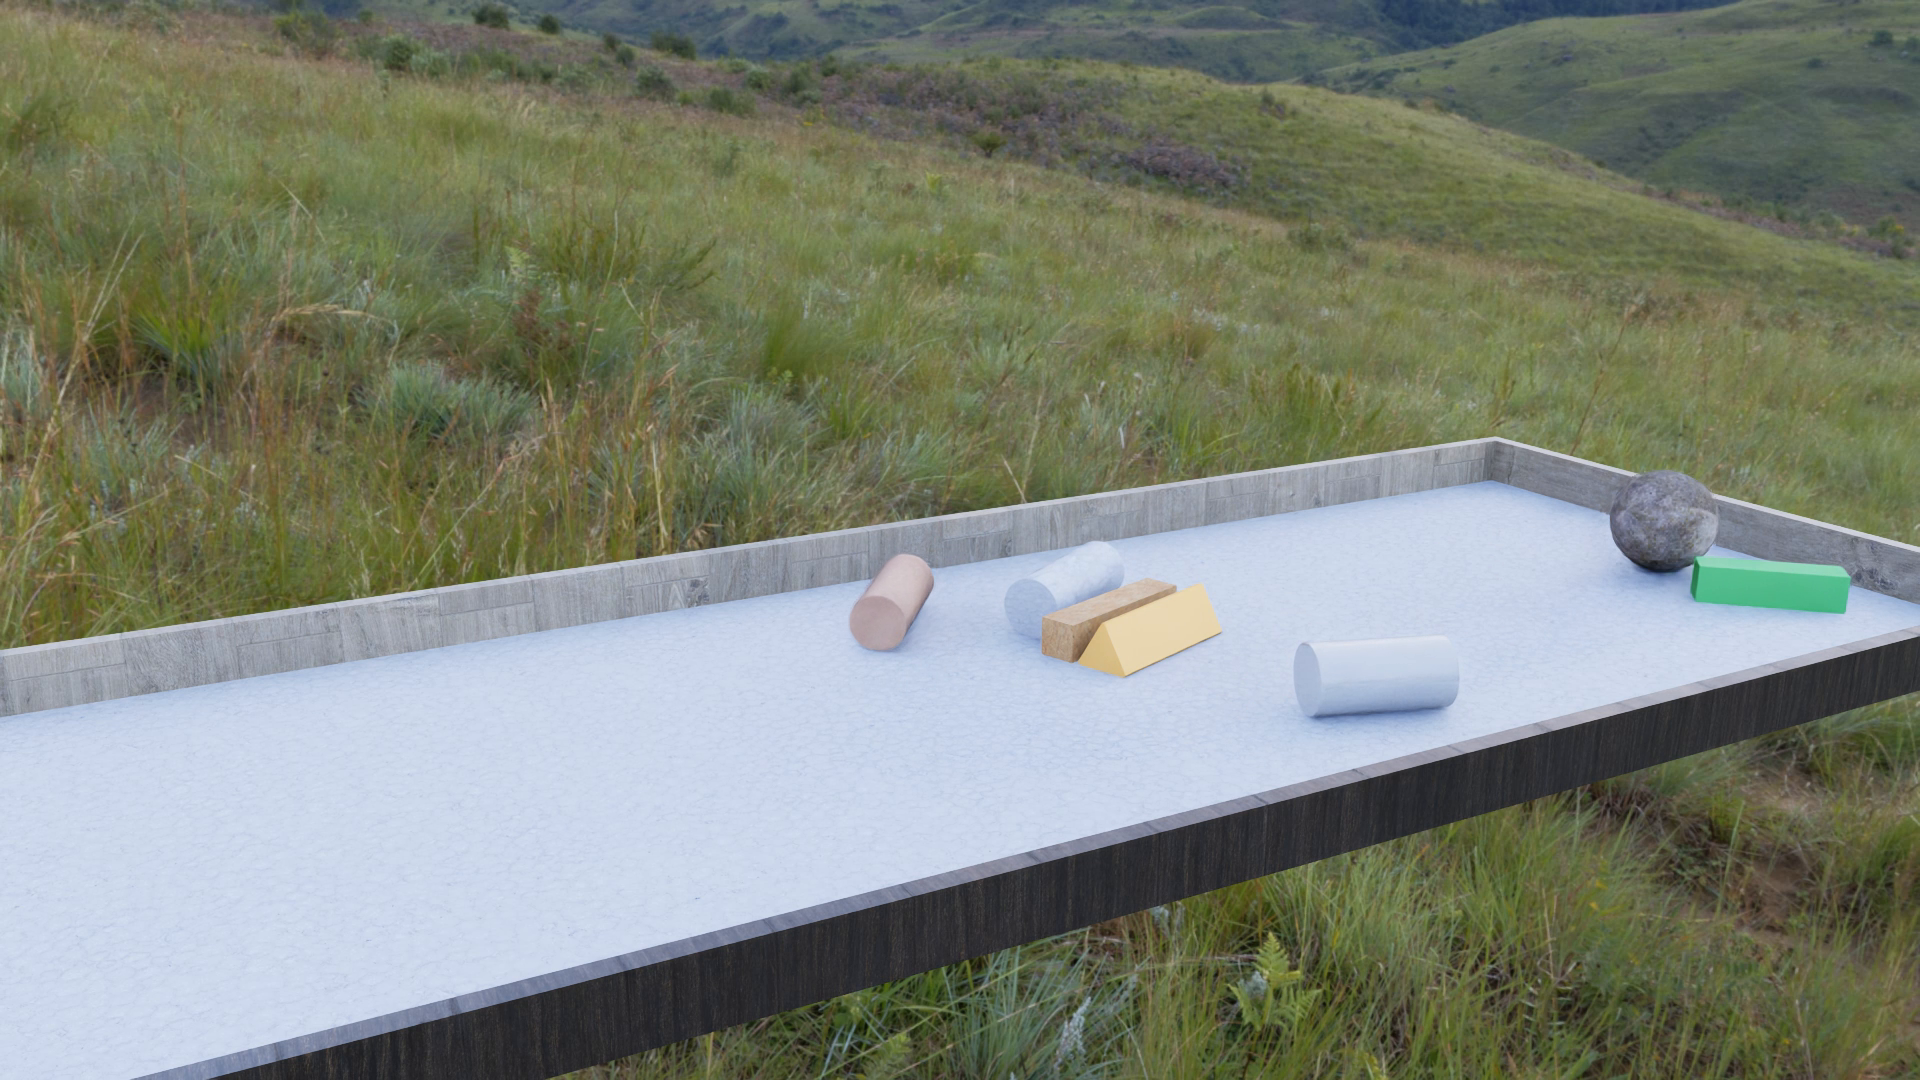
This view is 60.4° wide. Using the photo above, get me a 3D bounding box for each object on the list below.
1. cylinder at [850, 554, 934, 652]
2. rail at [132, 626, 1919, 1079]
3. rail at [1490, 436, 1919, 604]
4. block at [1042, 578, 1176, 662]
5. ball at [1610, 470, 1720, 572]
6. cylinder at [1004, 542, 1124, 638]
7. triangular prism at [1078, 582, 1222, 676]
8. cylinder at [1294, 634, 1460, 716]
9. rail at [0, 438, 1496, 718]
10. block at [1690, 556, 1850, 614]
[{"bbox_3d":[-0.183,0.167,4.514,0.154,0.154,0.382,3,17,10],"label":"cylinder"},{"bbox_3d":[-2.336,1.006,1.665,12.000,0.150,0.050,-9,18,-27],"label":"rail"},{"bbox_3d":[2.466,-0.048,5.253,0.050,0.150,2.100,-9,18,-27],"label":"rail"},{"bbox_3d":[0.407,0.212,4.449,0.103,0.103,0.457,15,22,41],"label":"block"},{"bbox_3d":[2.137,-0.058,5.007,0.306,0.306,0.306,0,16,0],"label":"ball"},{"bbox_3d":[0.297,0.133,4.613,0.164,0.164,0.417,9,19,29],"label":"cylinder"},{"bbox_3d":[0.510,0.224,4.355,0.147,0.127,0.446,14,22,39],"label":"triangular prism"},{"bbox_3d":[0.993,0.322,3.944,0.344,0.177,0.177,-3,17,-10],"label":"cylinder"},{"bbox_3d":[-3.305,0.497,3.399,12.000,0.150,0.050,-9,18,-27],"label":"rail"},{"bbox_3d":[2.319,0.127,4.731,0.391,0.108,0.108,5,17,15],"label":"block"}]
